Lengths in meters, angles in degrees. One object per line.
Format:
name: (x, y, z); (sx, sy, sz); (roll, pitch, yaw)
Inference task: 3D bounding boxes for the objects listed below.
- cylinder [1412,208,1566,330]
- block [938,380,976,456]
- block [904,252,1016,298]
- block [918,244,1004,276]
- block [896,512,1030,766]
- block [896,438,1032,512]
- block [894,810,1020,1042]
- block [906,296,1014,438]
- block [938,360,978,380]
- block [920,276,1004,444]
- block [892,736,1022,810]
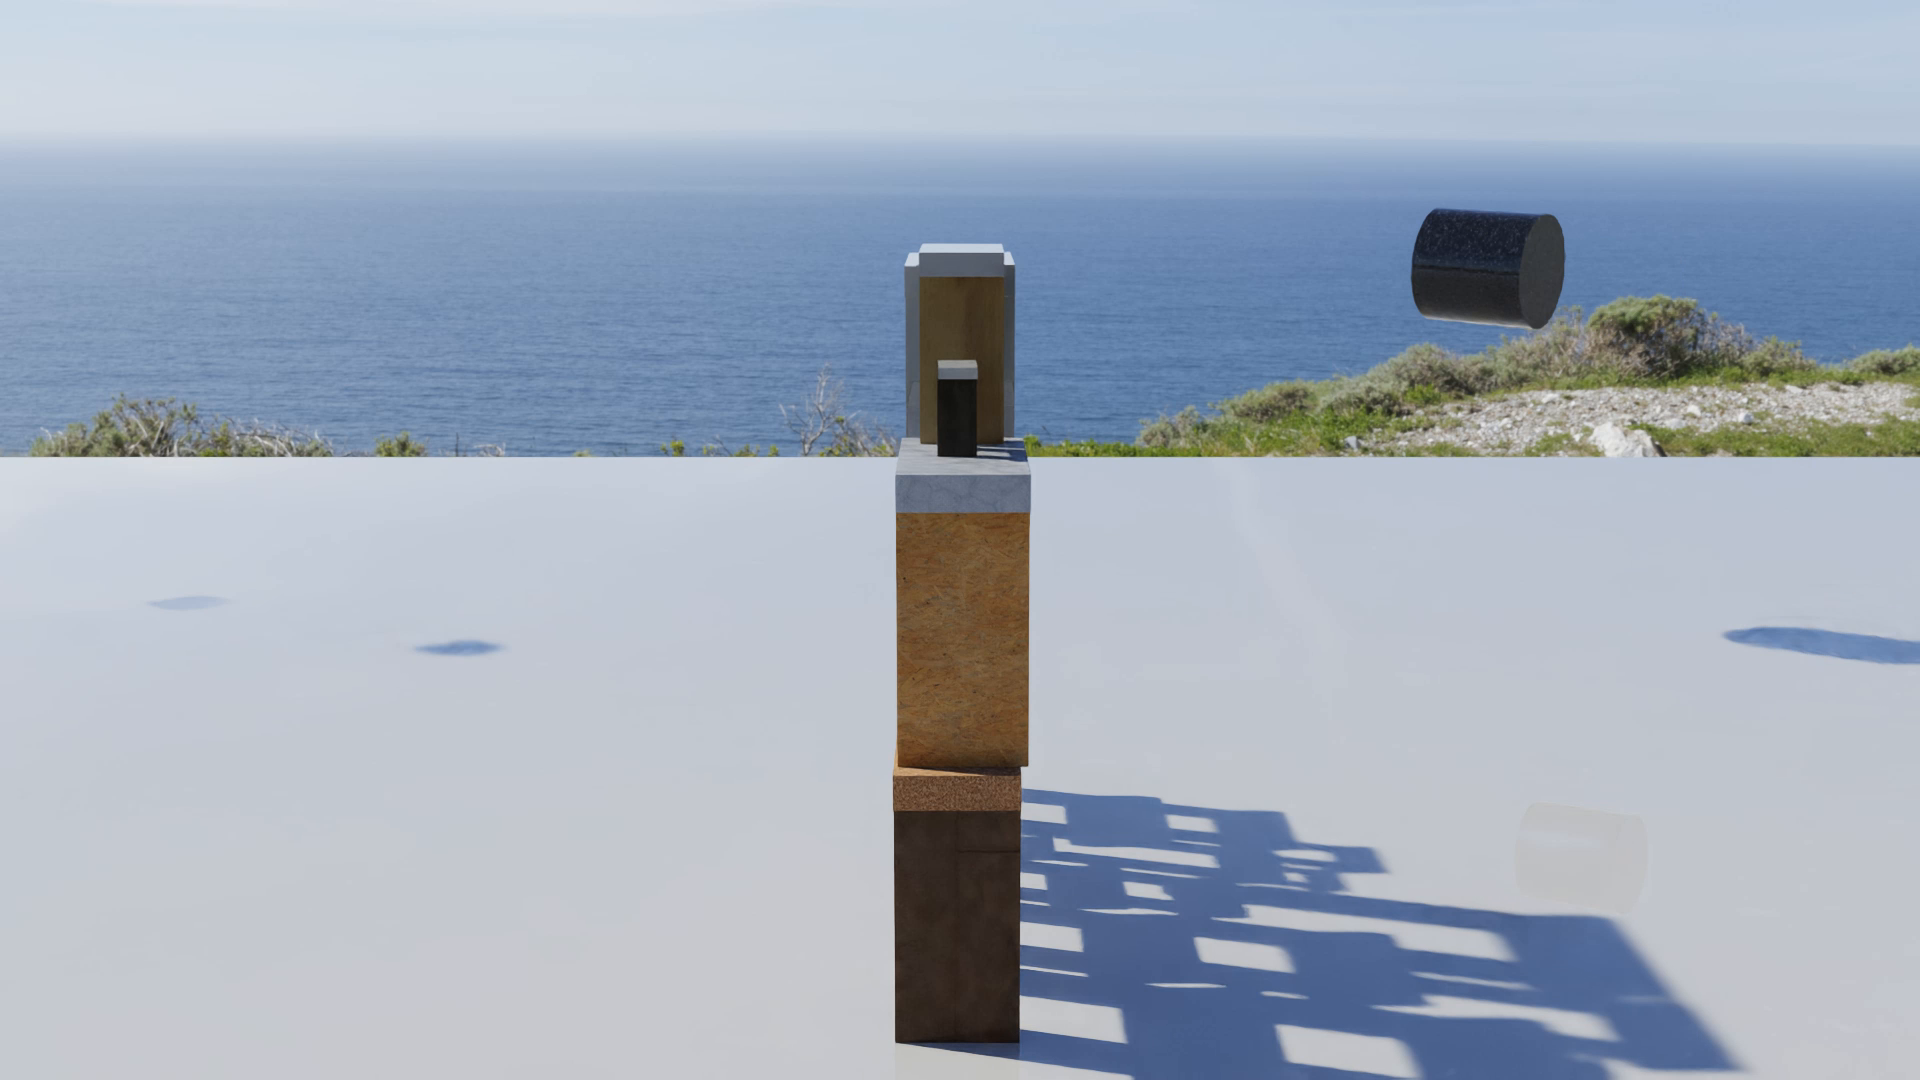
cylinder: (1.338, -0.690, 5.565); (0.287, 0.287, 0.287); (10, 15, 36)
block: (-0.004, -0.171, 3.057); (0.054, 0.109, 0.015); (0, 11, -1)
block: (0.000, -0.428, 3.530); (0.169, 0.048, 0.338); (-1, 11, 0)
block: (0.003, -0.412, 3.233); (0.121, 0.034, 0.242); (0, 11, 0)
block: (0.004, 0.129, 2.997); (0.179, 0.358, 0.051); (0, 10, 0)
block: (0.004, -0.094, 3.077); (0.179, 0.051, 0.358); (0, 10, 0)
block: (-0.004, 0.526, 3.061); (0.174, 0.347, 0.049); (0, 11, 0)
block: (0.000, -0.217, 3.454); (0.169, 0.338, 0.048); (0, 11, 0)
block: (-0.004, -0.239, 3.081); (0.054, 0.015, 0.109); (0, 10, -1)
block: (0.003, -0.261, 3.179); (0.121, 0.242, 0.034); (0, 11, 0)
block: (-0.004, 0.310, 3.138); (0.174, 0.049, 0.347); (0, 10, 0)
